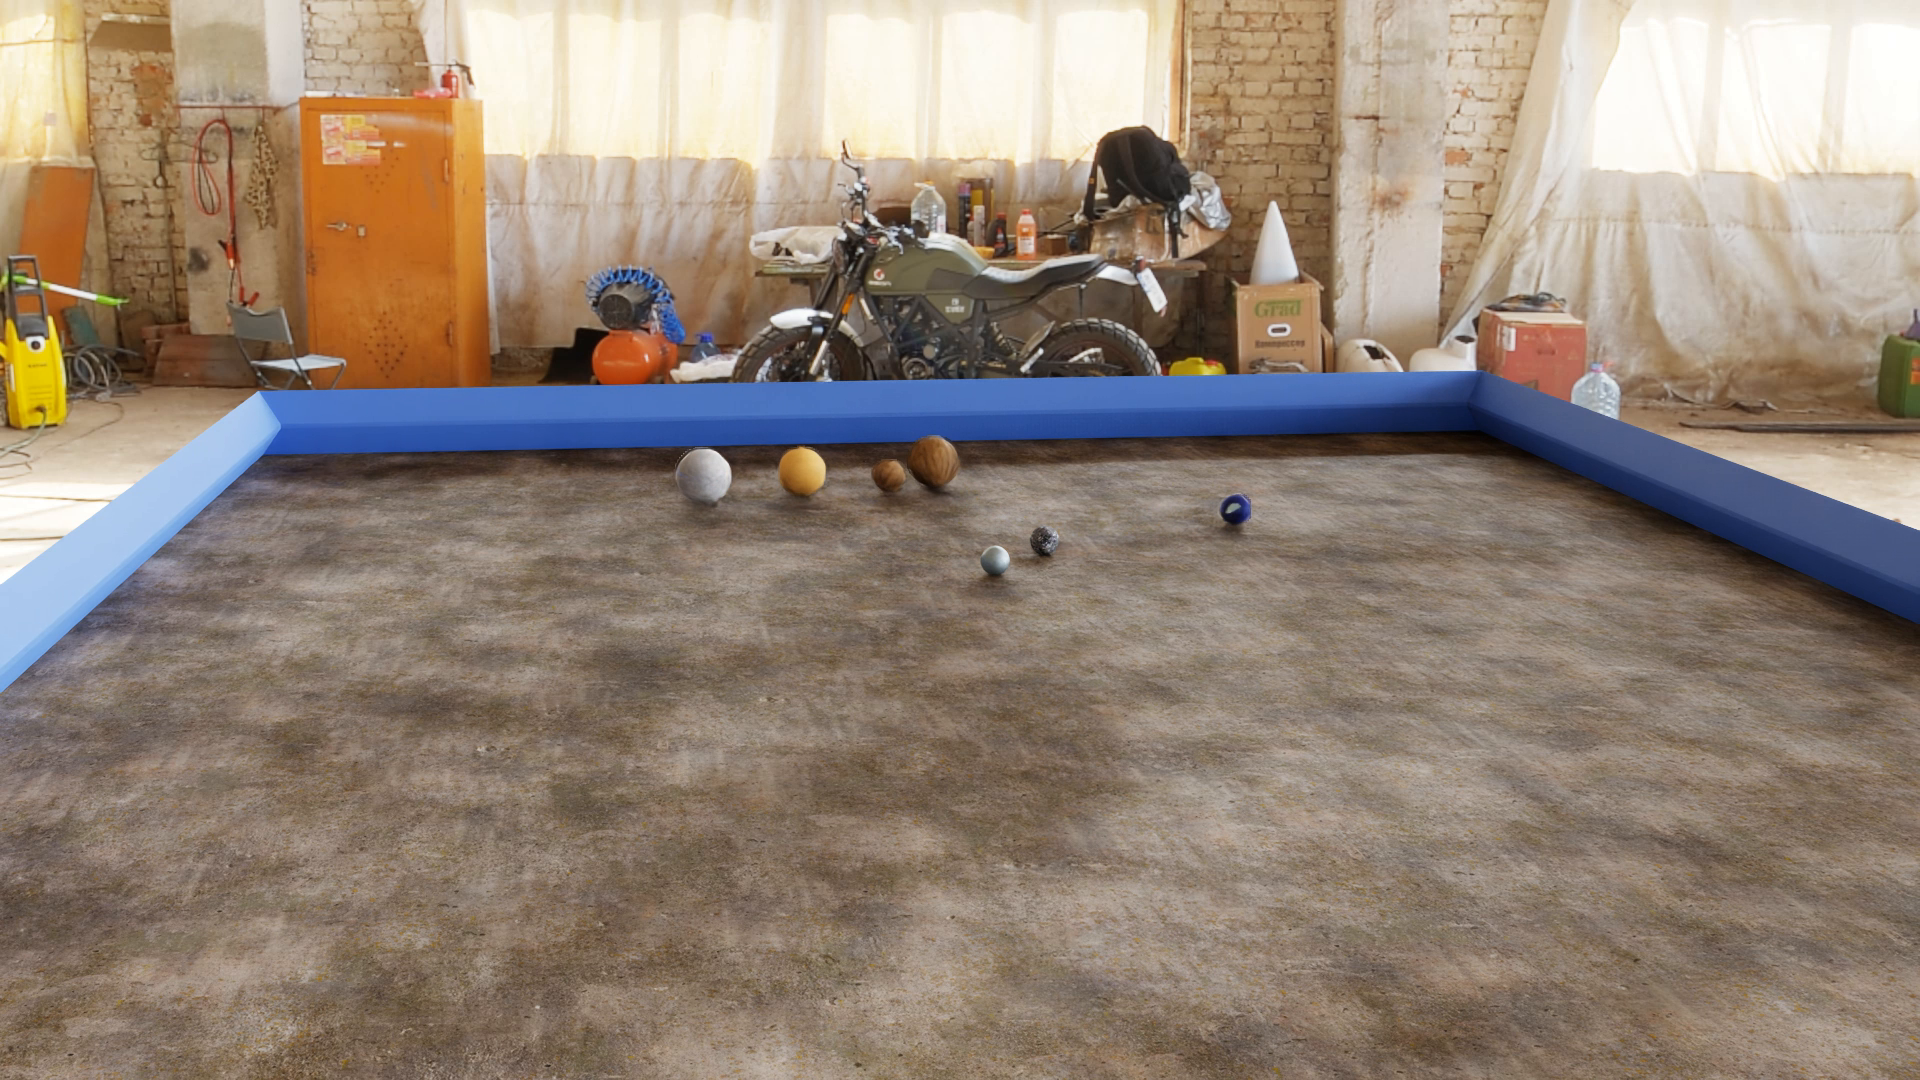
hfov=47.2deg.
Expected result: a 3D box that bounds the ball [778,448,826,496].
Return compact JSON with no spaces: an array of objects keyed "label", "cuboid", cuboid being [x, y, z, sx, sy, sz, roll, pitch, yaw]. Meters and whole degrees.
[{"label":"ball","cuboid":[-0.264,-0.113,3.665,0.080,0.080,0.080,0,12,0]}]

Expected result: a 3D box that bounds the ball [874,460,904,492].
[{"label":"ball","cuboid":[-0.119,-0.107,3.700,0.053,0.053,0.053,0,12,0]}]

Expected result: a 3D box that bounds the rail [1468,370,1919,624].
[{"label":"rail","cuboid":[1.270,0.157,2.287,0.045,0.117,4.233,-1,12,-7]}]

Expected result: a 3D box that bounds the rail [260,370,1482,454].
[{"label":"rail","cuboid":[-0.128,-0.241,4.180,2.342,0.117,0.045,-1,12,-7]}]

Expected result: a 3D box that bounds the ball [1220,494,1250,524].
[{"label":"ball","cuboid":[0.429,-0.048,3.434,0.047,0.047,0.047,0,12,0]}]

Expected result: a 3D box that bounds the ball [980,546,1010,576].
[{"label":"ball","cuboid":[0.049,0.029,3.086,0.041,0.041,0.041,0,12,0]}]

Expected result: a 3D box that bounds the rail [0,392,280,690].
[{"label":"rail","cuboid":[-1.007,0.216,2.008,0.045,0.117,4.233,-1,12,-7]}]

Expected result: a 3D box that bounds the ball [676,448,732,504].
[{"label":"ball","cuboid":[-0.420,-0.104,3.598,0.090,0.090,0.090,0,12,0]}]

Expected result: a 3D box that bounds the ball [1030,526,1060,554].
[{"label":"ball","cuboid":[0.124,0.000,3.217,0.043,0.043,0.043,0,12,0]}]

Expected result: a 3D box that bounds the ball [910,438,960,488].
[{"label":"ball","cuboid":[-0.044,-0.132,3.744,0.084,0.084,0.084,0,12,0]}]
